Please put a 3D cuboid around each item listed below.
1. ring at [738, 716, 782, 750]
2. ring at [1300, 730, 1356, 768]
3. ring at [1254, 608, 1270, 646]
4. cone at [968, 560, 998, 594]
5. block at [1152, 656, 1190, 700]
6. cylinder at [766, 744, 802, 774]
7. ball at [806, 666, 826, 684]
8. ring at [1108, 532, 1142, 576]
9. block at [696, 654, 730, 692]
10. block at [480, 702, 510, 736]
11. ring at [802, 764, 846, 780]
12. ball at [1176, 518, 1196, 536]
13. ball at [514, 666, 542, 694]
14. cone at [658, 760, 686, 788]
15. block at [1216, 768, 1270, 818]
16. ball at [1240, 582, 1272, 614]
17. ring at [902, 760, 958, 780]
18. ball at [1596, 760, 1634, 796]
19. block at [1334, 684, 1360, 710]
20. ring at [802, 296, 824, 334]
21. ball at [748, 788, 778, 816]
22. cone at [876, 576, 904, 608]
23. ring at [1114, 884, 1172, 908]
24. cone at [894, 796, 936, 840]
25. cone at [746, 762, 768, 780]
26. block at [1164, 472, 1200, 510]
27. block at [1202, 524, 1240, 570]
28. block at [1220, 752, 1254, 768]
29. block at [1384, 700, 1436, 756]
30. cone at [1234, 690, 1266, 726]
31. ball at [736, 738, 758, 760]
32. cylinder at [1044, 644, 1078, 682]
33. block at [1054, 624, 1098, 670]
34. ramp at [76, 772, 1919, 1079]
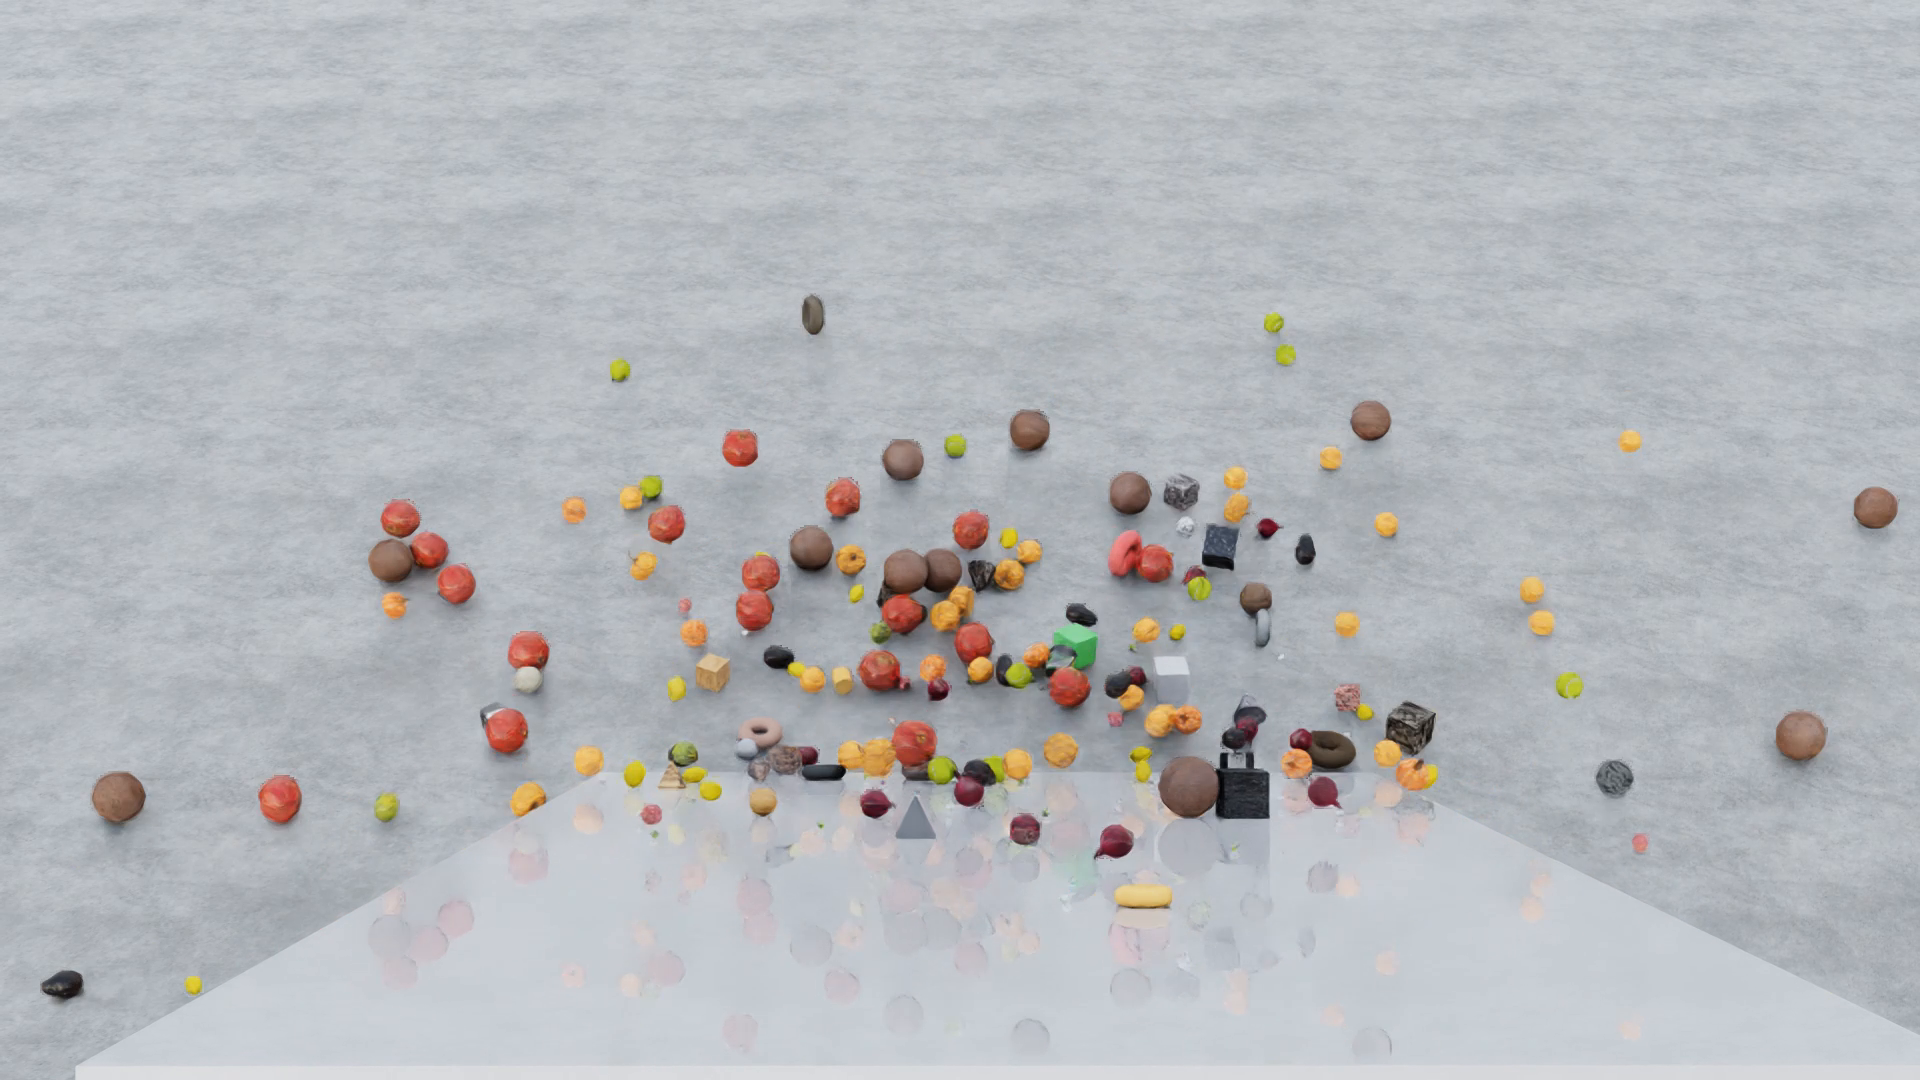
[{"bbox_3d":[-0.538,0.520,6.971,0.122,0.041,0.122,-1,33,1],"label":"ring"},{"bbox_3d":[0.979,0.557,6.895,0.148,0.049,0.148,4,27,-2],"label":"ring"},{"bbox_3d":[0.855,0.248,7.327,0.036,0.109,0.109,-3,31,11],"label":"ring"},{"bbox_3d":[0.059,0.123,7.606,0.090,0.090,0.090,5,59,8],"label":"cone"},{"bbox_3d":[0.583,0.382,7.148,0.086,0.086,0.086,-3,32,-4],"label":"block"},{"bbox_3d":[-0.452,0.565,6.677,0.073,0.073,0.073,-15,5,-22],"label":"cylinder"},{"bbox_3d":[-0.399,0.375,7.190,0.053,0.053,0.053,0,32,0],"label":"ball"},{"bbox_3d":[0.488,0.040,7.642,0.048,0.143,0.143,26,40,28],"label":"ring"},{"bbox_3d":[-0.686,0.368,7.188,0.068,0.068,0.068,16,35,23],"label":"block"},{"bbox_3d":[-1.257,0.483,7.015,0.056,0.056,0.056,27,41,36],"label":"block"},{"bbox_3d":[-0.341,0.581,6.495,0.108,0.036,0.108,-1,-3,0],"label":"ring"},{"bbox_3d":[0.684,-0.041,7.853,0.057,0.057,0.057,0,32,0],"label":"ball"},{"bbox_3d":[-1.191,0.385,7.154,0.076,0.076,0.076,0,32,0],"label":"ball"},{"bbox_3d":[-0.694,0.561,6.239,0.070,0.070,0.070,0,-1,0],"label":"cone"},{"bbox_3d":[0.600,0.538,5.508,0.097,0.097,0.097,0,-1,-6],"label":"block"},{"bbox_3d":[0.855,0.168,7.482,0.096,0.096,0.096,0,32,0],"label":"ball"},{"bbox_3d":[-0.076,0.576,6.493,0.141,0.047,0.141,0,-2,0],"label":"ring"},{"bbox_3d":[1.706,0.622,6.755,0.095,0.095,0.095,0,32,0],"label":"ball"},{"bbox_3d":[1.059,0.430,7.078,0.054,0.054,0.054,-5,15,21],"label":"block"},{"bbox_3d":[-0.507,-0.776,8.932,0.045,0.135,0.135,-5,31,-24],"label":"ring"},{"bbox_3d":[-0.419,0.557,5.510,0.060,0.060,0.060,0,32,0],"label":"ball"},{"bbox_3d":[-0.210,0.139,7.521,0.083,0.083,0.083,-10,29,6],"label":"cone"},{"bbox_3d":[0.285,0.553,4.029,0.092,0.031,0.092,0,-2,0],"label":"ring"},{"bbox_3d":[-0.087,0.539,5.070,0.083,0.083,0.083,0,-1,0],"label":"cone"},{"bbox_3d":[-0.498,0.585,6.439,0.058,0.058,0.058,-10,15,-15],"label":"cone"},{"bbox_3d":[0.685,-0.149,8.008,0.075,0.075,0.075,27,41,36],"label":"block"},{"bbox_3d":[0.767,0.022,7.633,0.093,0.093,0.093,10,69,8],"label":"block"},{"bbox_3d":[0.701,0.569,6.568,0.060,0.060,0.060,-1,-1,44],"label":"block"},{"bbox_3d":[1.205,0.504,6.946,0.092,0.092,0.092,24,39,33],"label":"block"},{"bbox_3d":[0.780,0.442,7.020,0.092,0.092,0.092,-1,49,-2],"label":"cone"},{"bbox_3d":[-0.567,0.556,6.894,0.059,0.059,0.059,0,32,0],"label":"ball"},{"bbox_3d":[0.279,0.342,7.185,0.076,0.076,0.076,9,57,14],"label":"cylinder"},{"bbox_3d":[0.323,0.299,7.269,0.087,0.087,0.087,-19,36,-40],"label":"block"},{"bbox_3d":[0.071,0.627,4.718,2.000,0.100,4.000,0,-1,0],"label":"ramp"}]
